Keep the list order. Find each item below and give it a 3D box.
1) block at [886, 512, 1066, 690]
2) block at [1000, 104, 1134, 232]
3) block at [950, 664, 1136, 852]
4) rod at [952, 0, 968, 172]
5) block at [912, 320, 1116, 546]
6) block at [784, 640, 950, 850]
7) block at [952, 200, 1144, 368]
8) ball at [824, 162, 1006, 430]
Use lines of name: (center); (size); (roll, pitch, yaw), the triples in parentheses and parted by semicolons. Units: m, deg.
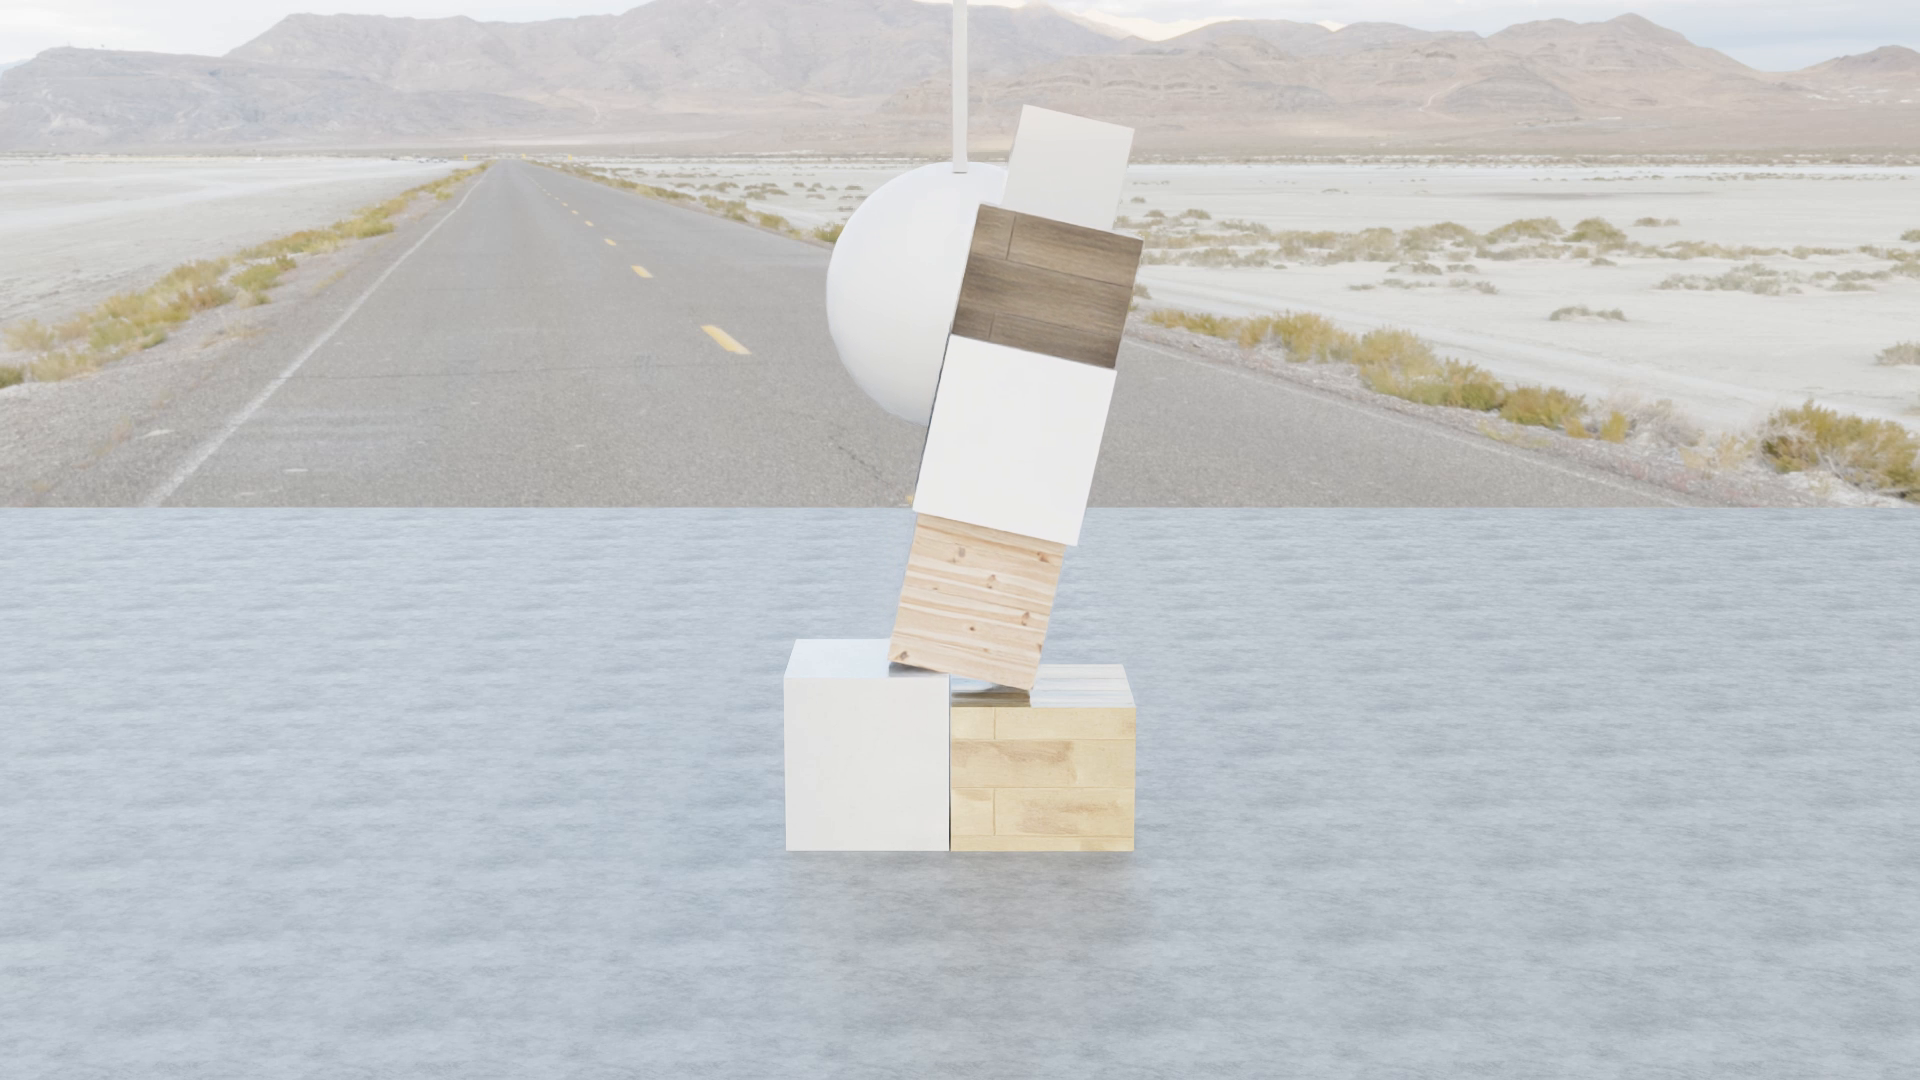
block: (0.082, 0.233, 11.243); (0.741, 0.780, 0.743); (12, 10, -2)
block: (0.520, -1.842, 10.878); (0.548, 0.504, 0.531); (12, 10, -2)
block: (0.413, 1.111, 11.383); (0.916, 0.741, 0.905); (0, 10, 0)
rod: (0.000, -4.363, 11.301); (0.080, 5.200, 0.080); (0, 31, 0)
block: (0.261, -0.559, 11.080); (0.820, 0.874, 0.926); (12, 10, -2)
block: (-0.463, 1.041, 11.350); (0.816, 0.891, 0.852); (0, 10, 0)
block: (0.420, -1.281, 10.932); (0.807, 0.636, 0.693); (12, 10, -2)
ball: (0.000, -1.434, 13.028); (1.600, 1.600, 1.600); (0, 10, 0)
